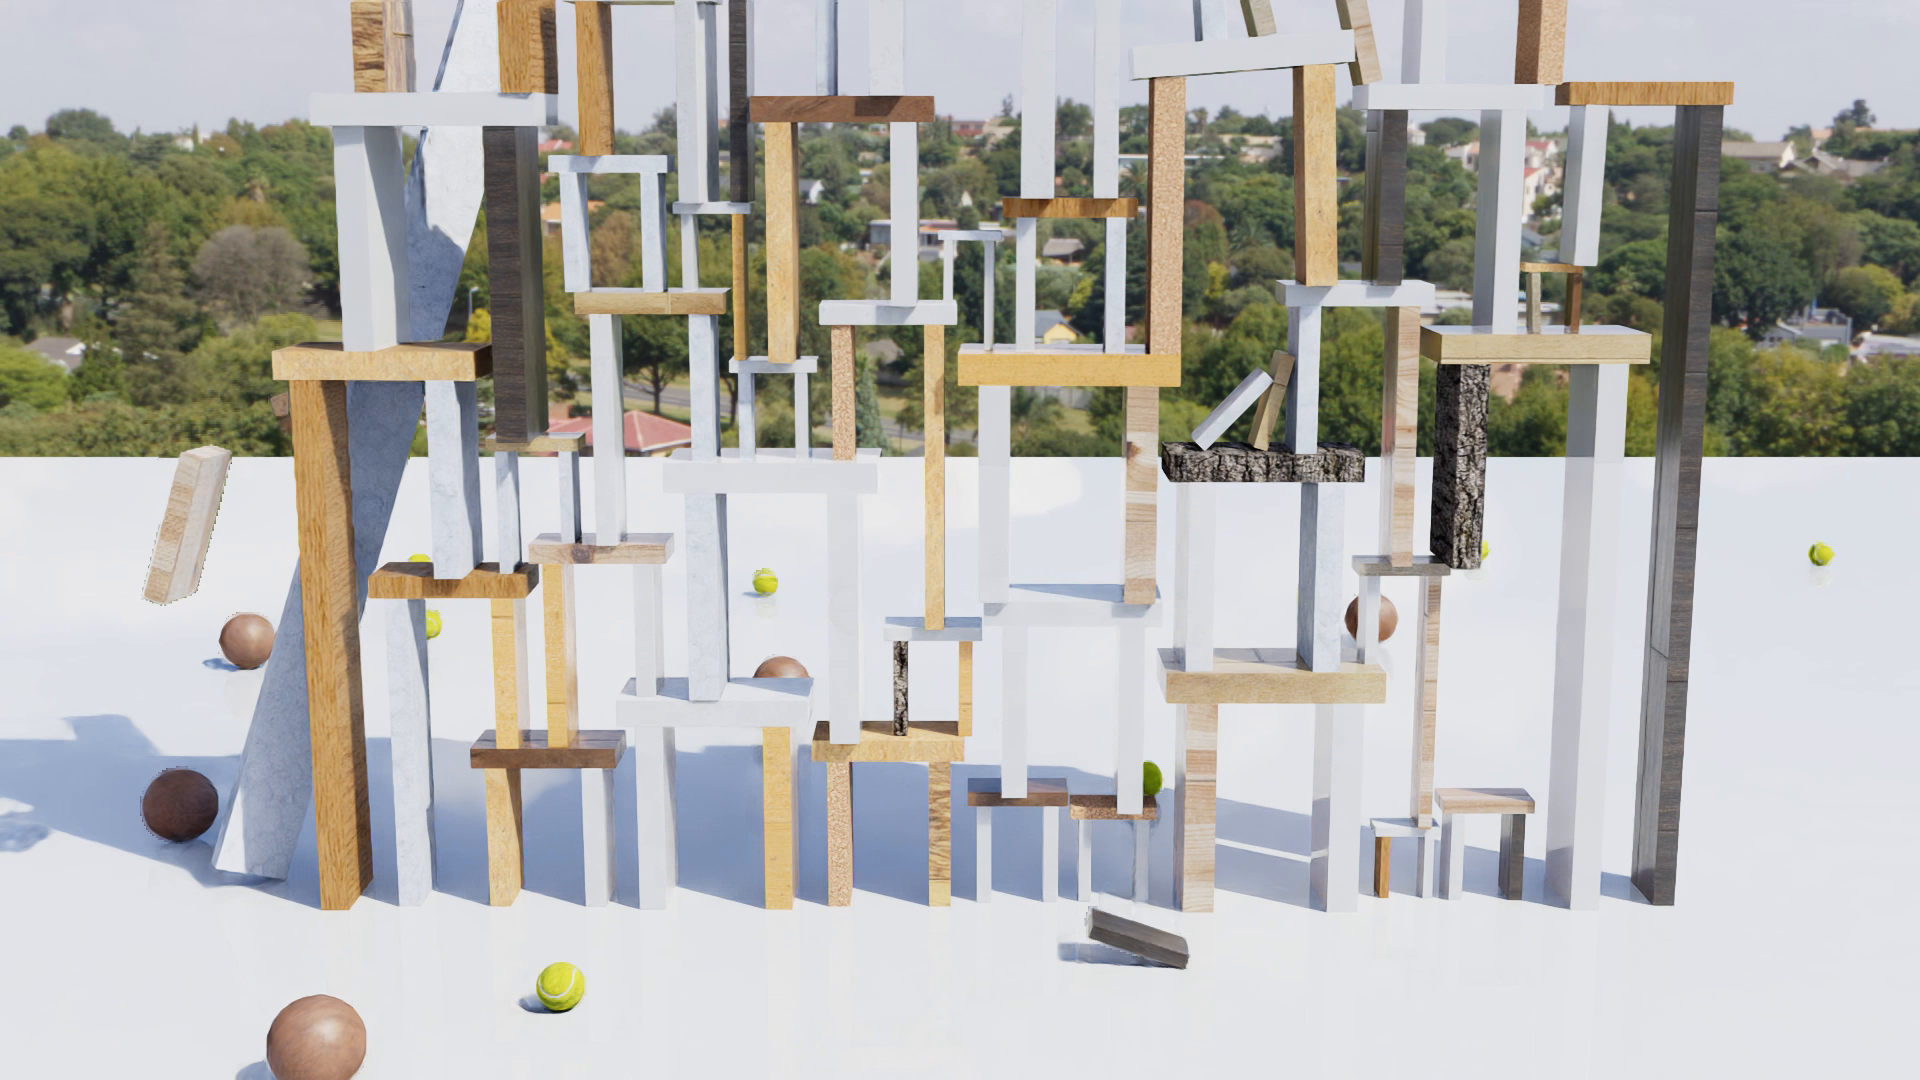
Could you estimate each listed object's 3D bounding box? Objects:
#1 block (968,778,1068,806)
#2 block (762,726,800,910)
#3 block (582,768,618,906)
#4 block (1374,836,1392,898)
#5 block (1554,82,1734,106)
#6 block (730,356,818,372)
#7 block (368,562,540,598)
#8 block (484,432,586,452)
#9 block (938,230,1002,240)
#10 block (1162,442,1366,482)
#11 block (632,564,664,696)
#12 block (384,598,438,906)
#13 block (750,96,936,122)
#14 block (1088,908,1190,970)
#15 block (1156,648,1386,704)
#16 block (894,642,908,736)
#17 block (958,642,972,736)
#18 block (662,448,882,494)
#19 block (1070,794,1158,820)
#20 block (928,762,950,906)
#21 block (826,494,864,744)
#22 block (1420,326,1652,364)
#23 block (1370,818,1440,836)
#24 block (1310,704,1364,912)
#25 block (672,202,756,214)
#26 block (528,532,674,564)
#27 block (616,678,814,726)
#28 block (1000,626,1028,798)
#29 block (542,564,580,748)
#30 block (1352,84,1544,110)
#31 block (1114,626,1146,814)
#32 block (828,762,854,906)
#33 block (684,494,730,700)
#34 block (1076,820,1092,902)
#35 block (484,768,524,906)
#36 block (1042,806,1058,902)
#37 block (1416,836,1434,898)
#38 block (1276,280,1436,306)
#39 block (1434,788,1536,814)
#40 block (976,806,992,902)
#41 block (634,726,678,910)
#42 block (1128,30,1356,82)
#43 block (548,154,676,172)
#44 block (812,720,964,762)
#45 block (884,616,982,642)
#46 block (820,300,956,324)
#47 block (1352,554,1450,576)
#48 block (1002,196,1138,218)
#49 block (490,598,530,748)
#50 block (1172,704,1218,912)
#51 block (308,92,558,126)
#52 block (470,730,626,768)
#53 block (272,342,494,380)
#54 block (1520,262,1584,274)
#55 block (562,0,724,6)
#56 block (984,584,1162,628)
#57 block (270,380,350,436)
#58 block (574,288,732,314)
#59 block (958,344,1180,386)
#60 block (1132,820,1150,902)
[{"bbox_3d":[0.095,0.417,3.636,0.165,0.023,0.082,0,10,0],"label":"block"},{"bbox_3d":[-0.295,0.438,3.641,0.044,0.309,0.154,0,11,0],"label":"block"},{"bbox_3d":[-0.597,0.475,3.643,0.033,0.235,0.117,0,11,0],"label":"block"},{"bbox_3d":[0.703,0.537,3.663,0.015,0.107,0.054,0,11,0],"label":"block"},{"bbox_3d":[1.069,-0.699,3.443,0.247,0.035,0.123,1,11,5],"label":"block"},{"bbox_3d":[-0.296,-0.280,3.507,0.138,0.020,0.069,0,11,-1],"label":"block"},{"bbox_3d":[-0.819,0.065,3.570,0.248,0.035,0.124,0,11,0],"label":"block"},{"bbox_3d":[-0.681,-0.158,3.532,0.148,0.021,0.074,0,11,1],"label":"block"},{"bbox_3d":[0.016,-0.481,3.471,0.099,0.014,0.050,1,10,2],"label":"block"},{"bbox_3d":[0.484,-0.126,3.533,0.306,0.043,0.153,0,11,0],"label":"block"},{"bbox_3d":[-0.507,0.135,3.587,0.031,0.219,0.109,0,11,0],"label":"block"},{"bbox_3d":[-0.902,0.336,3.621,0.035,0.517,0.124,0,11,0],"label":"block"},{"bbox_3d":[-0.180,-0.672,3.431,0.281,0.040,0.140,0,11,1],"label":"block"},{"bbox_3d":[0.273,0.610,3.371,0.155,0.022,0.077,18,11,-1],"label":"block"},{"bbox_3d":[0.505,0.221,3.597,0.351,0.050,0.176,0,11,0],"label":"block"},{"bbox_3d":[-0.097,0.234,3.607,0.023,0.159,0.080,0,11,0],"label":"block"},{"bbox_3d":[0.009,0.234,3.606,0.023,0.159,0.080,0,11,0],"label":"block"},{"bbox_3d":[-0.298,-0.112,3.542,0.338,0.048,0.169,0,11,0],"label":"block"},{"bbox_3d":[0.253,0.442,3.634,0.142,0.020,0.071,0,10,2],"label":"block"},{"bbox_3d":[-0.033,0.469,3.646,0.035,0.247,0.123,0,11,0],"label":"block"},{"bbox_3d":[-0.185,0.112,3.583,0.048,0.408,0.169,0,11,0],"label":"block"},{"bbox_3d":[0.911,-0.312,3.502,0.326,0.046,0.163,0,11,0],"label":"block"},{"bbox_3d":[0.739,0.477,3.652,0.107,0.015,0.054,0,11,0],"label":"block"},{"bbox_3d":[0.622,0.418,3.634,0.050,0.351,0.176,0,11,0],"label":"block"},{"bbox_3d":[-0.387,-0.523,3.457,0.122,0.017,0.061,0,11,2],"label":"block"},{"bbox_3d":[-0.579,0.013,3.564,0.219,0.031,0.109,0,11,0],"label":"block"},{"bbox_3d":[-0.398,0.265,3.609,0.309,0.044,0.154,0,11,0],"label":"block"},{"bbox_3d":[0.089,0.265,3.608,0.040,0.285,0.143,0,10,1],"label":"block"},{"bbox_3d":[-0.652,0.177,3.594,0.031,0.303,0.109,0,11,0],"label":"block"},{"bbox_3d":[0.757,-0.689,3.423,0.268,0.038,0.134,0,11,-1],"label":"block"},{"bbox_3d":[0.277,0.279,3.605,0.040,0.311,0.143,0,10,2],"label":"block"},{"bbox_3d":[-0.198,0.469,3.646,0.035,0.247,0.123,0,11,0],"label":"block"},{"bbox_3d":[-0.410,0.076,3.577,0.048,0.337,0.169,0,10,0],"label":"block"},{"bbox_3d":[0.206,0.521,3.653,0.020,0.142,0.071,0,10,1],"label":"block"},{"bbox_3d":[-0.753,0.475,3.644,0.033,0.235,0.117,0,11,0],"label":"block"},{"bbox_3d":[0.150,0.509,3.653,0.023,0.165,0.082,0,11,0],"label":"block"},{"bbox_3d":[0.775,0.537,3.663,0.015,0.107,0.054,0,11,0],"label":"block"},{"bbox_3d":[0.624,-0.391,3.481,0.232,0.033,0.116,0,11,0],"label":"block"},{"bbox_3d":[0.868,0.432,3.644,0.149,0.021,0.075,0,11,0],"label":"block"},{"bbox_3d":[0.040,0.509,3.653,0.023,0.165,0.082,0,11,0],"label":"block"},{"bbox_3d":[-0.501,0.438,3.641,0.044,0.309,0.154,0,11,0],"label":"block"},{"bbox_3d":[0.432,-0.751,3.413,0.334,0.047,0.167,-4,10,2],"label":"block"},{"bbox_3d":[-0.546,-0.591,3.454,0.185,0.026,0.092,0,11,1],"label":"block"},{"bbox_3d":[-0.116,0.331,3.620,0.247,0.035,0.123,0,11,0],"label":"block"},{"bbox_3d":[-0.044,0.145,3.590,0.159,0.023,0.080,0,11,0],"label":"block"},{"bbox_3d":[-0.113,-0.362,3.491,0.215,0.030,0.108,0,11,-1],"label":"block"},{"bbox_3d":[0.715,0.041,3.569,0.147,0.021,0.073,0,11,0],"label":"block"},{"bbox_3d":[0.173,-0.525,3.461,0.210,0.030,0.105,0,10,2],"label":"block"},{"bbox_3d":[-0.735,0.204,3.597,0.035,0.248,0.124,0,11,-2],"label":"block"},{"bbox_3d":[0.388,0.418,3.634,0.050,0.351,0.176,0,11,0],"label":"block"},{"bbox_3d":[-0.818,-0.672,3.434,0.346,0.049,0.173,0,11,1],"label":"block"},{"bbox_3d":[-0.676,0.343,3.619,0.235,0.033,0.117,0,11,0],"label":"block"},{"bbox_3d":[-0.914,-0.286,3.511,0.316,0.045,0.158,0,11,2],"label":"block"},{"bbox_3d":[0.937,-0.432,3.487,0.091,0.013,0.045,1,11,0],"label":"block"},{"bbox_3d":[-0.490,-0.848,3.403,0.232,0.033,0.116,0,11,1],"label":"block"},{"bbox_3d":[0.182,0.105,3.576,0.285,0.040,0.143,0,10,2],"label":"block"},{"bbox_3d":[-1.064,-0.255,3.810,0.245,0.035,0.122,-21,26,-14],"label":"block"},{"bbox_3d":[-0.484,-0.379,3.485,0.232,0.033,0.116,0,11,1],"label":"block"},{"bbox_3d":[0.173,-0.280,3.507,0.347,0.049,0.173,0,10,2],"label":"block"},{"bbox_3d":[0.300,0.521,3.652,0.020,0.142,0.071,0,11,1],"label":"block"}]
